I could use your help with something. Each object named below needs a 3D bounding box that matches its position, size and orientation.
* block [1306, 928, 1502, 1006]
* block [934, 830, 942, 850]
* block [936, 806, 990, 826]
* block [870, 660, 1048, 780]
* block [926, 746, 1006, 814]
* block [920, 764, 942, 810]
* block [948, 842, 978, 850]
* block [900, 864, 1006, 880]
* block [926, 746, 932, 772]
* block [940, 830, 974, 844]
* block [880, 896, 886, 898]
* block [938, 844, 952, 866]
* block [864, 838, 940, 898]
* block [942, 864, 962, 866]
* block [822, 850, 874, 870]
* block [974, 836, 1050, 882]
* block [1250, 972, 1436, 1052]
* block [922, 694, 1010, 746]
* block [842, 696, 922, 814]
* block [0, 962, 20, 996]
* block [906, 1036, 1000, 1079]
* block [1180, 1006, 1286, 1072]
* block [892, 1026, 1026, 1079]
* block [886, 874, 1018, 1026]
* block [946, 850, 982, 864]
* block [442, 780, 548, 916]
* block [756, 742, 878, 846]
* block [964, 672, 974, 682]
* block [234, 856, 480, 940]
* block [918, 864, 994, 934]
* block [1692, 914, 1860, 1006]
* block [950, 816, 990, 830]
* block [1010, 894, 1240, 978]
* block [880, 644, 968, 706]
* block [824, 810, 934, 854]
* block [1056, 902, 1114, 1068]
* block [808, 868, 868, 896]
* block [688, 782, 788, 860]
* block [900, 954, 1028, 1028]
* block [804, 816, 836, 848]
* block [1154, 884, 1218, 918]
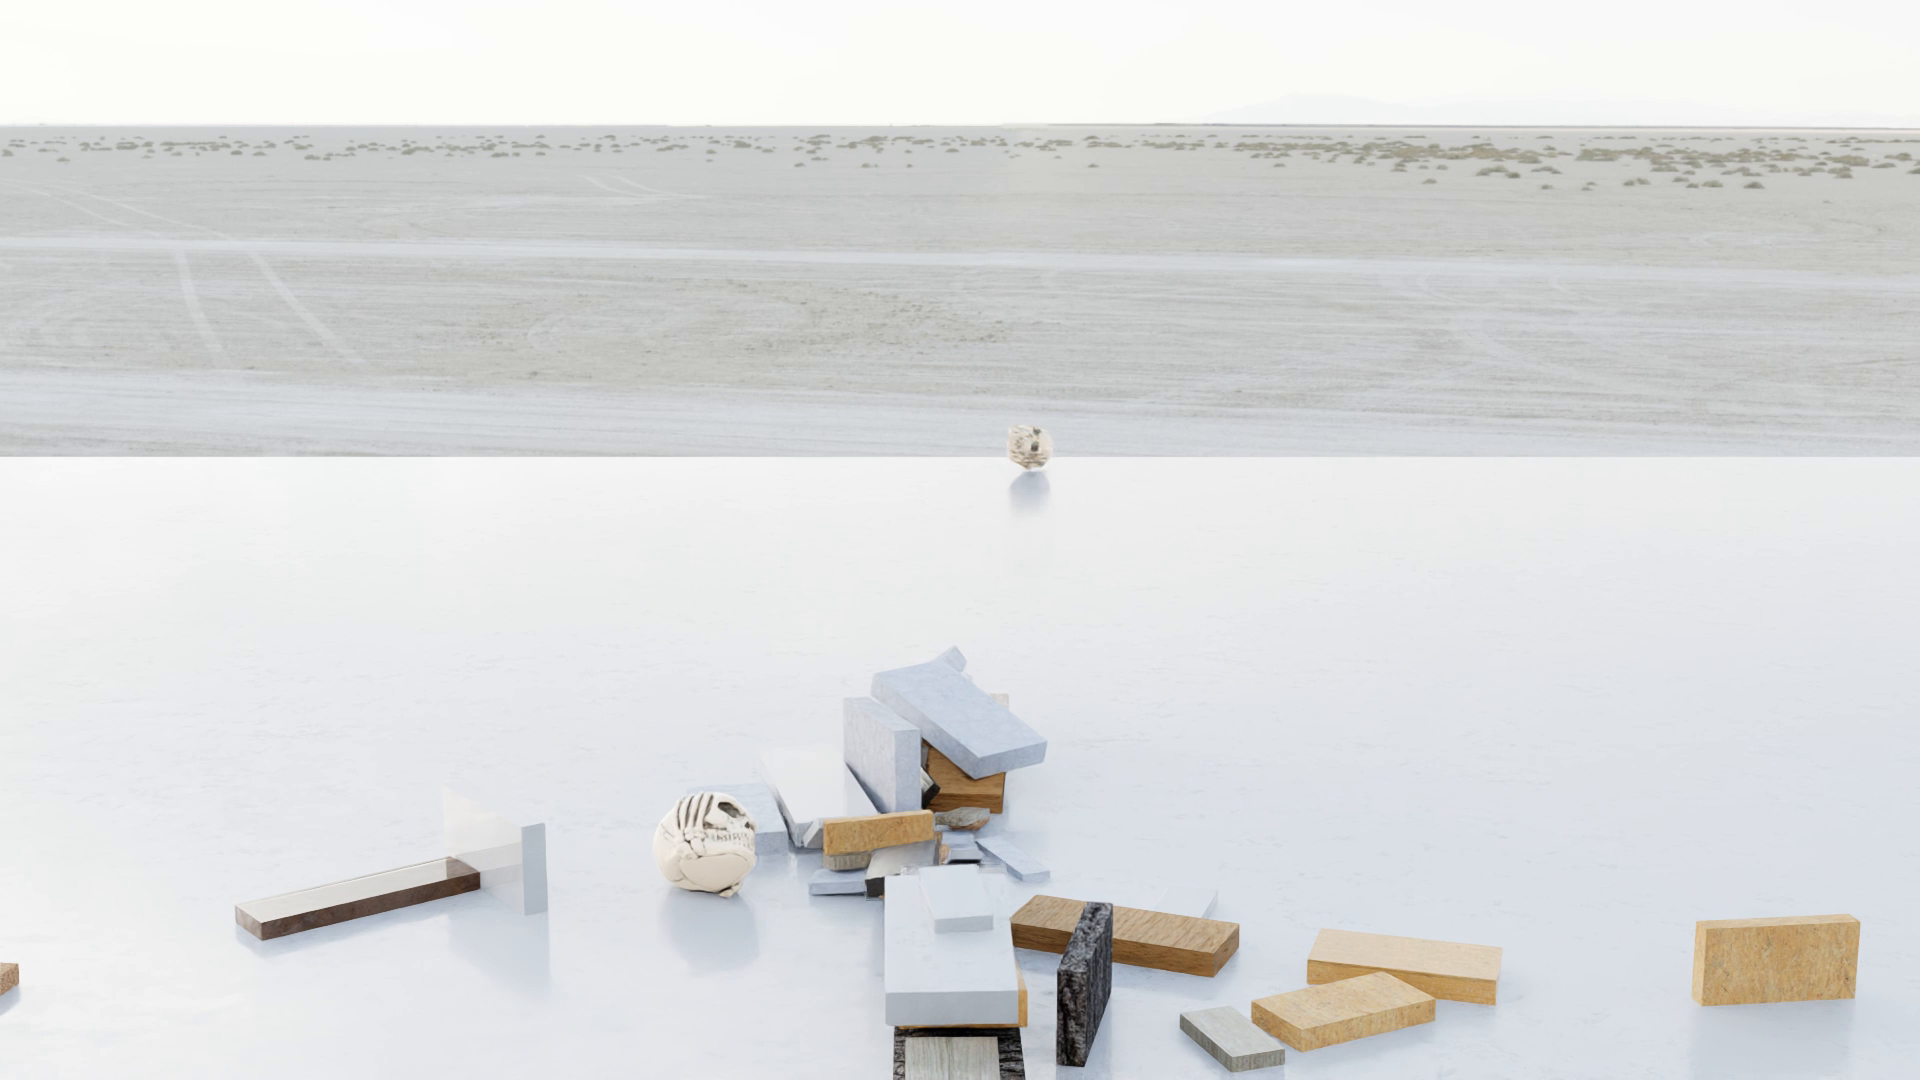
[{"bbox_3d":[0.669,0.639,3.301,0.274,0.039,0.137,3,11,17],"label":"block"},{"bbox_3d":[-0.076,0.528,3.870,0.094,0.047,0.013,8,-6,35],"label":"block"},{"bbox_3d":[0.005,0.497,3.957,0.055,0.016,0.110,0,3,26],"label":"block"},{"bbox_3d":[-0.005,0.345,4.276,0.171,0.048,0.342,-9,30,-38],"label":"block"},{"bbox_3d":[0.016,0.435,4.227,0.143,0.041,0.286,1,23,4],"label":"block"},{"bbox_3d":[-0.097,0.454,4.193,0.019,0.066,0.333,40,-2,-14],"label":"block"},{"bbox_3d":[0.003,0.539,3.837,0.053,0.015,0.106,0,-2,-2],"label":"block"},{"bbox_3d":[-0.014,0.517,3.344,0.143,0.041,0.286,0,-7,-4],"label":"block"},{"bbox_3d":[0.010,0.430,4.421,0.143,0.041,0.286,0,11,2],"label":"block"},{"bbox_3d":[-0.005,0.527,3.901,0.055,0.016,0.110,0,-2,-2],"label":"block"},{"bbox_3d":[-0.102,0.579,3.692,0.047,0.013,0.098,1,11,8],"label":"block"},{"bbox_3d":[-0.047,0.554,3.729,0.015,0.053,0.106,42,15,1],"label":"block"},{"bbox_3d":[-0.092,0.536,3.597,0.108,0.030,0.215,-10,5,3],"label":"block"},{"bbox_3d":[0.006,0.555,3.687,0.072,0.020,0.143,-1,-7,-3],"label":"block"},{"bbox_3d":[-0.152,0.542,3.743,0.149,0.021,0.075,-3,-3,-18],"label":"block"},{"bbox_3d":[0.089,0.554,3.823,0.051,0.015,0.204,-5,11,-23],"label":"block"},{"bbox_3d":[0.547,0.672,3.138,0.237,0.034,0.118,-6,12,-27],"label":"block"},{"bbox_3d":[0.015,0.369,4.527,0.143,0.041,0.286,1,10,7],"label":"block"},{"bbox_3d":[-0.149,0.408,4.116,0.048,0.171,0.342,-3,7,-19],"label":"block"},{"bbox_3d":[-1.471,0.664,3.185,0.108,0.030,0.215,1,11,7],"label":"block"},{"bbox_3d":[-0.005,0.741,2.585,0.118,0.034,0.550,0,17,-1],"label":"block"},{"bbox_3d":[0.377,0.692,3.055,0.081,0.023,0.161,-4,11,-20],"label":"block"},{"bbox_3d":[-0.002,0.711,2.886,0.171,0.049,0.343,0,11,-1],"label":"block"},{"bbox_3d":[-0.016,0.556,3.012,0.171,0.049,0.343,-1,17,-2],"label":"block"},{"bbox_3d":[0.007,0.544,3.752,0.053,0.015,0.106,0,-15,-4],"label":"block"},{"bbox_3d":[-0.780,0.512,3.680,0.043,0.150,0.301,-8,13,-37],"label":"block"},{"bbox_3d":[-0.272,0.472,4.132,0.150,0.043,0.539,-4,9,-12],"label":"block"},{"bbox_3d":[-0.002,0.318,4.512,0.019,0.066,0.131,38,10,-3],"label":"block"},{"bbox_3d":[-0.985,0.585,3.610,0.378,0.030,0.108,-9,14,-39],"label":"block"},{"bbox_3d":[-0.007,0.500,3.071,0.081,0.023,0.161,-3,17,-9],"label":"block"},{"bbox_3d":[1.193,0.614,3.216,0.237,0.118,0.034,-1,11,-7],"label":"block"},{"bbox_3d":[0.018,0.511,4.005,0.055,0.016,0.110,-1,2,10],"label":"block"},{"bbox_3d":[0.252,0.615,3.428,0.339,0.039,0.137,5,11,23],"label":"block"},{"bbox_3d":[-0.100,0.341,4.624,0.171,0.048,0.492,-35,4,13],"label":"block"},{"bbox_3d":[-0.140,0.513,3.796,0.192,0.075,0.021,-3,10,-18],"label":"block"},{"bbox_3d":[0.178,0.624,3.110,0.039,0.137,0.274,2,11,11],"label":"block"},{"bbox_3d":[-0.177,0.569,3.683,0.143,0.020,0.072,-5,10,9],"label":"block"},{"bbox_3d":[-0.407,0.508,3.996,0.150,0.043,0.301,-2,11,-12],"label":"block"},{"bbox_3d":[0.000,0.633,3.112,0.171,0.049,0.343,0,-2,-2],"label":"block"},{"bbox_3d":[-0.189,0.513,3.832,0.149,0.021,0.075,6,-37,-24],"label":"block"},{"bbox_3d":[0.362,0.599,3.559,0.081,0.023,0.161,3,11,17],"label":"block"}]
